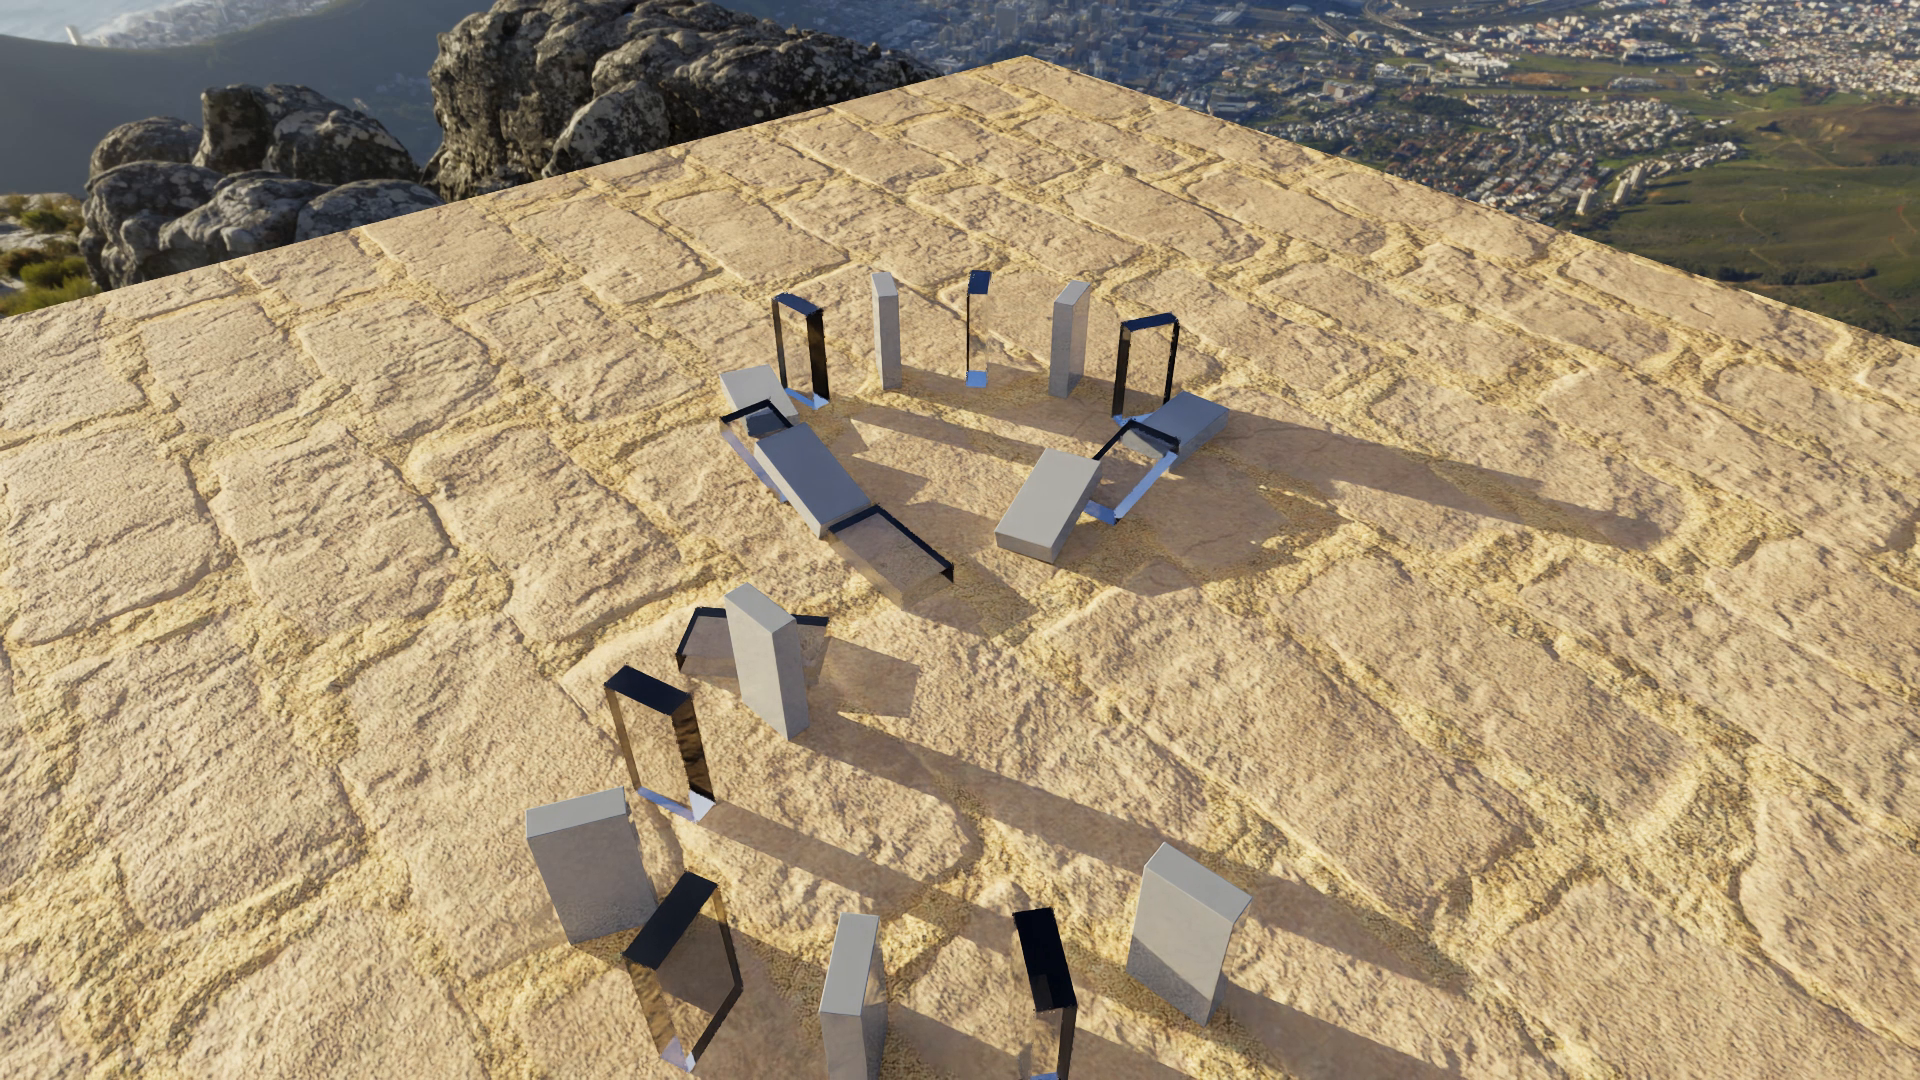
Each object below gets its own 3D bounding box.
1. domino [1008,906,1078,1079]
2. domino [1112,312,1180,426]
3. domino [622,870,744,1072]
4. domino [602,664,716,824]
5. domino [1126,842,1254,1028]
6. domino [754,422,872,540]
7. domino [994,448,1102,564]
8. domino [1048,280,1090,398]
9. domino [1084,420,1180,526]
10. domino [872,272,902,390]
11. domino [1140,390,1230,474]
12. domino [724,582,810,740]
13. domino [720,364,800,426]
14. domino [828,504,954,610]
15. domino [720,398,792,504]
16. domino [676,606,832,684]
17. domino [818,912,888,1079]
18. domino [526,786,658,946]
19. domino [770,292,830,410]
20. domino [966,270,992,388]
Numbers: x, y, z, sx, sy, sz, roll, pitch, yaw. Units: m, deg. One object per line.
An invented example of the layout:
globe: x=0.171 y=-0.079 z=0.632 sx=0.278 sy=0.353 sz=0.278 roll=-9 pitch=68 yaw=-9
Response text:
domino: x=0.020 y=0.116 z=0.270 sx=0.009 sy=0.050 sz=0.025 roll=-6 pitch=40 yaw=-7
domino: x=0.085 y=-0.078 z=0.507 sx=0.025 sy=0.050 sz=0.010 roll=-14 pitch=41 yaw=-17
domino: x=-0.069 y=0.110 z=0.278 sx=0.010 sy=0.050 sz=0.025 roll=16 pitch=42 yaw=19
domino: x=-0.091 y=0.063 z=0.335 sx=0.025 sy=0.050 sz=0.009 roll=20 pitch=43 yaw=22
domino: x=0.058 y=0.103 z=0.286 sx=0.025 sy=0.050 sz=0.010 roll=28 pitch=47 yaw=30
domino: x=-0.062 y=-0.026 z=0.463 sx=0.025 sy=0.010 sz=0.050 roll=-27 pitch=64 yaw=-29
domino: x=0.037 y=-0.015 z=0.452 sx=0.025 sy=0.010 sz=0.050 roll=17 pitch=55 yaw=24
domino: x=0.053 y=-0.096 z=0.529 sx=0.009 sy=0.050 sz=0.025 roll=16 pitch=42 yaw=19
domino: x=0.070 y=-0.030 z=0.472 sx=0.025 sy=0.010 sz=0.050 roll=28 pitch=58 yaw=30
domino: x=-0.036 y=-0.102 z=0.535 sx=0.009 sy=0.050 sz=0.025 roll=-7 pitch=40 yaw=-9
domino: x=0.099 y=-0.050 z=0.505 sx=0.025 sy=0.010 sz=0.050 roll=29 pitch=47 yaw=30
domino: x=-0.063 y=0.040 z=0.362 sx=0.025 sy=0.050 sz=0.009 roll=32 pitch=49 yaw=33
domino: x=-0.096 y=-0.066 z=0.524 sx=0.025 sy=0.010 sz=0.050 roll=-15 pitch=42 yaw=-18
domino: x=-0.028 y=0.006 z=0.436 sx=0.025 sy=0.010 sz=0.050 roll=-27 pitch=47 yaw=-29
domino: x=-0.082 y=-0.040 z=0.484 sx=0.025 sy=0.010 sz=0.050 roll=-28 pitch=59 yaw=-29
domino: x=-0.074 y=0.038 z=0.397 sx=0.050 sy=0.010 sz=0.025 roll=4 pitch=40 yaw=5
domino: x=-0.025 y=0.117 z=0.269 sx=0.010 sy=0.050 sz=0.025 roll=4 pitch=40 yaw=5
domino: x=-0.100 y=0.090 z=0.302 sx=0.025 sy=0.050 sz=0.010 roll=-12 pitch=41 yaw=-14
domino: x=-0.075 y=-0.090 z=0.521 sx=0.025 sy=0.050 sz=0.010 roll=31 pitch=48 yaw=32
domino: x=0.009 y=-0.103 z=0.537 sx=0.009 sy=0.050 sz=0.025 roll=3 pitch=39 yaw=4
